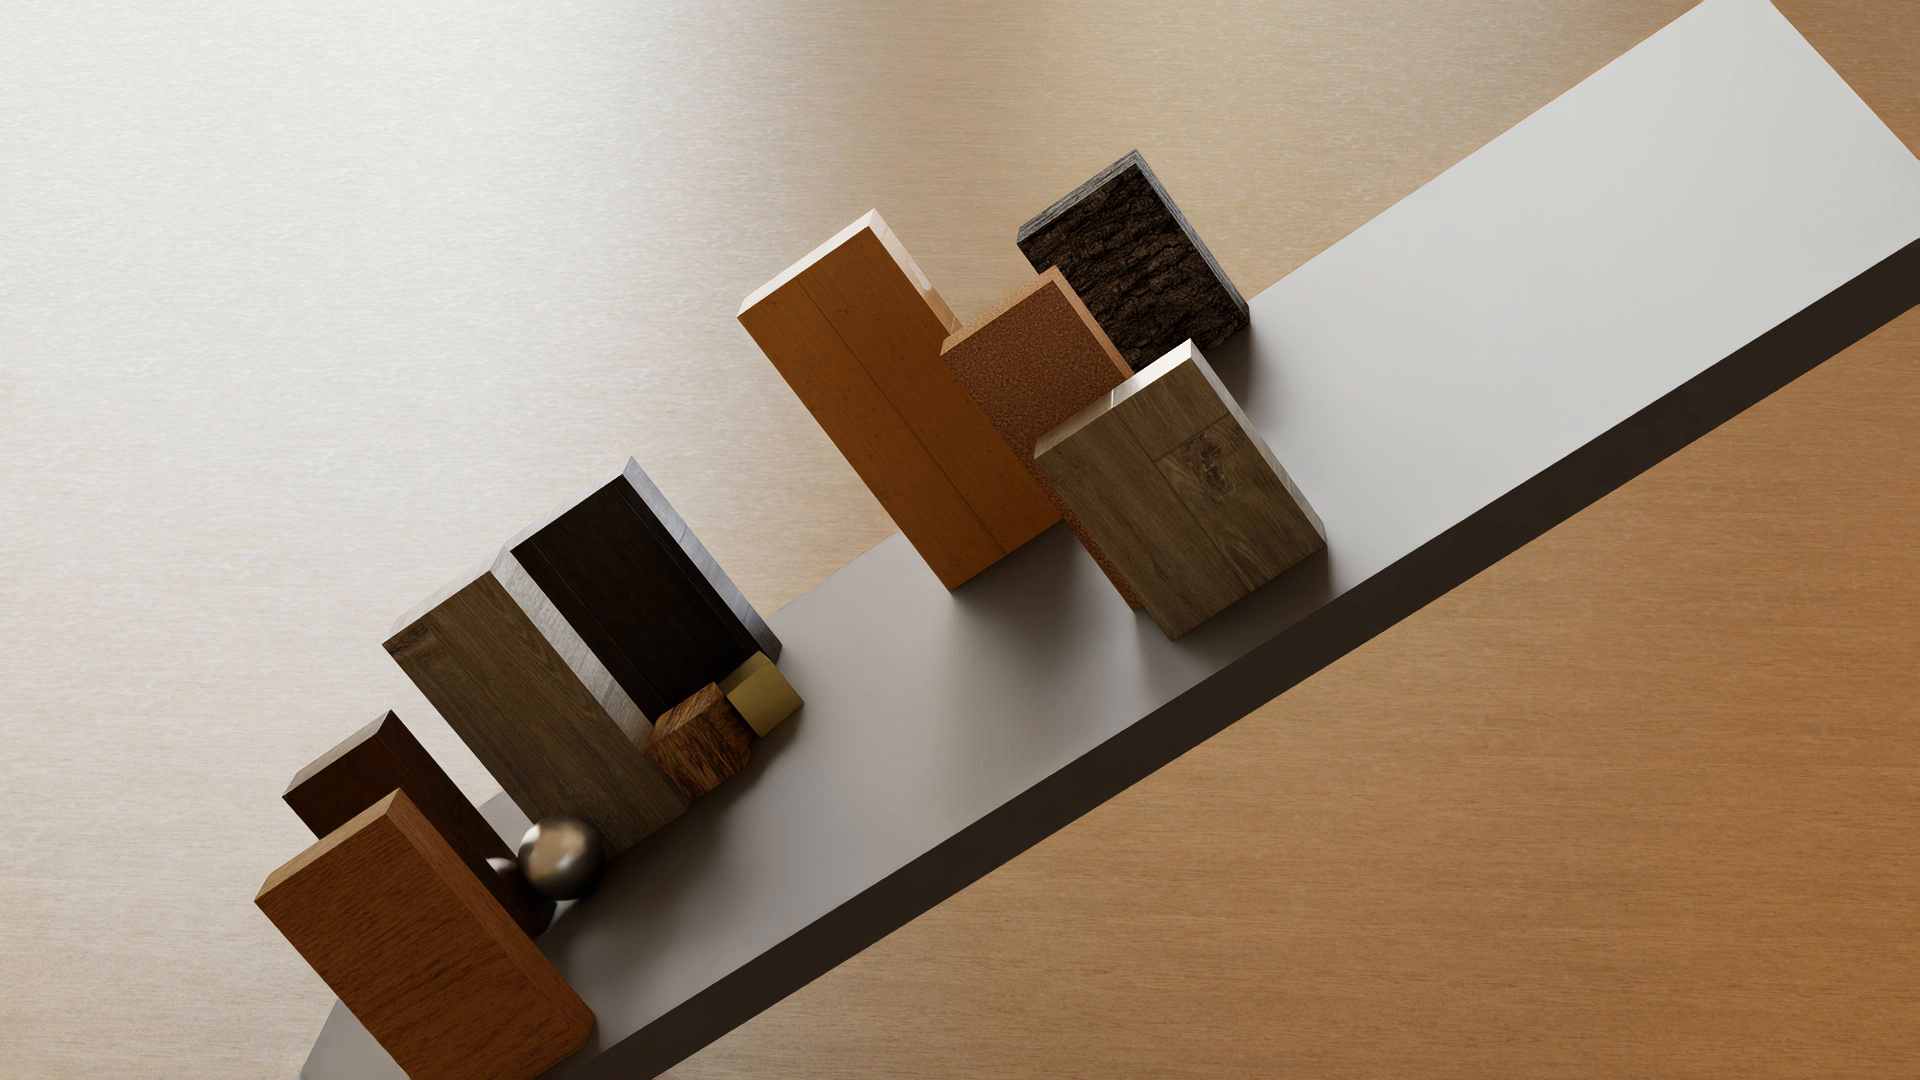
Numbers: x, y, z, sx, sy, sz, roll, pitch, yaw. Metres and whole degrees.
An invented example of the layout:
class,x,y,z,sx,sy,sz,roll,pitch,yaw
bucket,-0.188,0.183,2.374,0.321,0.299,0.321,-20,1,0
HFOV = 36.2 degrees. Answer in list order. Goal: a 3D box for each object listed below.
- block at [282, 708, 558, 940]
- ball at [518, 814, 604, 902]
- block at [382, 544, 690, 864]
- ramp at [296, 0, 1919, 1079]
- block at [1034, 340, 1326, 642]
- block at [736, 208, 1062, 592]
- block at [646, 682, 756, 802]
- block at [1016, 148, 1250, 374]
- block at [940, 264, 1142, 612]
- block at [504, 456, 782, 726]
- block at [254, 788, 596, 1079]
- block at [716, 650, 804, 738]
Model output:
class,x,y,z,sx,sy,sz,roll,pitch,yaw
block,-1.185,0.685,6.472,0.275,0.583,0.121,-33,16,16
ball,-0.880,0.702,6.490,0.190,0.190,0.190,0,22,0
block,-0.930,0.387,6.551,0.310,0.700,0.149,-33,16,16
ramp,0.133,0.176,6.312,4.000,0.100,2.000,-33,16,16
block,0.408,-0.089,5.444,0.346,0.442,0.108,-33,16,16
block,-0.106,-0.306,6.552,0.362,0.791,0.141,-33,16,16
block,-0.579,0.452,6.598,0.161,0.161,0.161,-33,16,16
block,0.410,-0.623,6.929,0.337,0.471,0.141,-33,16,16
block,0.260,-0.193,5.696,0.263,0.641,0.099,-33,16,16
block,-0.768,0.152,7.065,0.389,0.596,0.126,-33,16,16
block,-1.036,0.815,5.719,0.336,0.608,0.110,-33,16,16
block,-0.455,0.350,6.683,0.128,0.128,0.128,-39,15,-7
